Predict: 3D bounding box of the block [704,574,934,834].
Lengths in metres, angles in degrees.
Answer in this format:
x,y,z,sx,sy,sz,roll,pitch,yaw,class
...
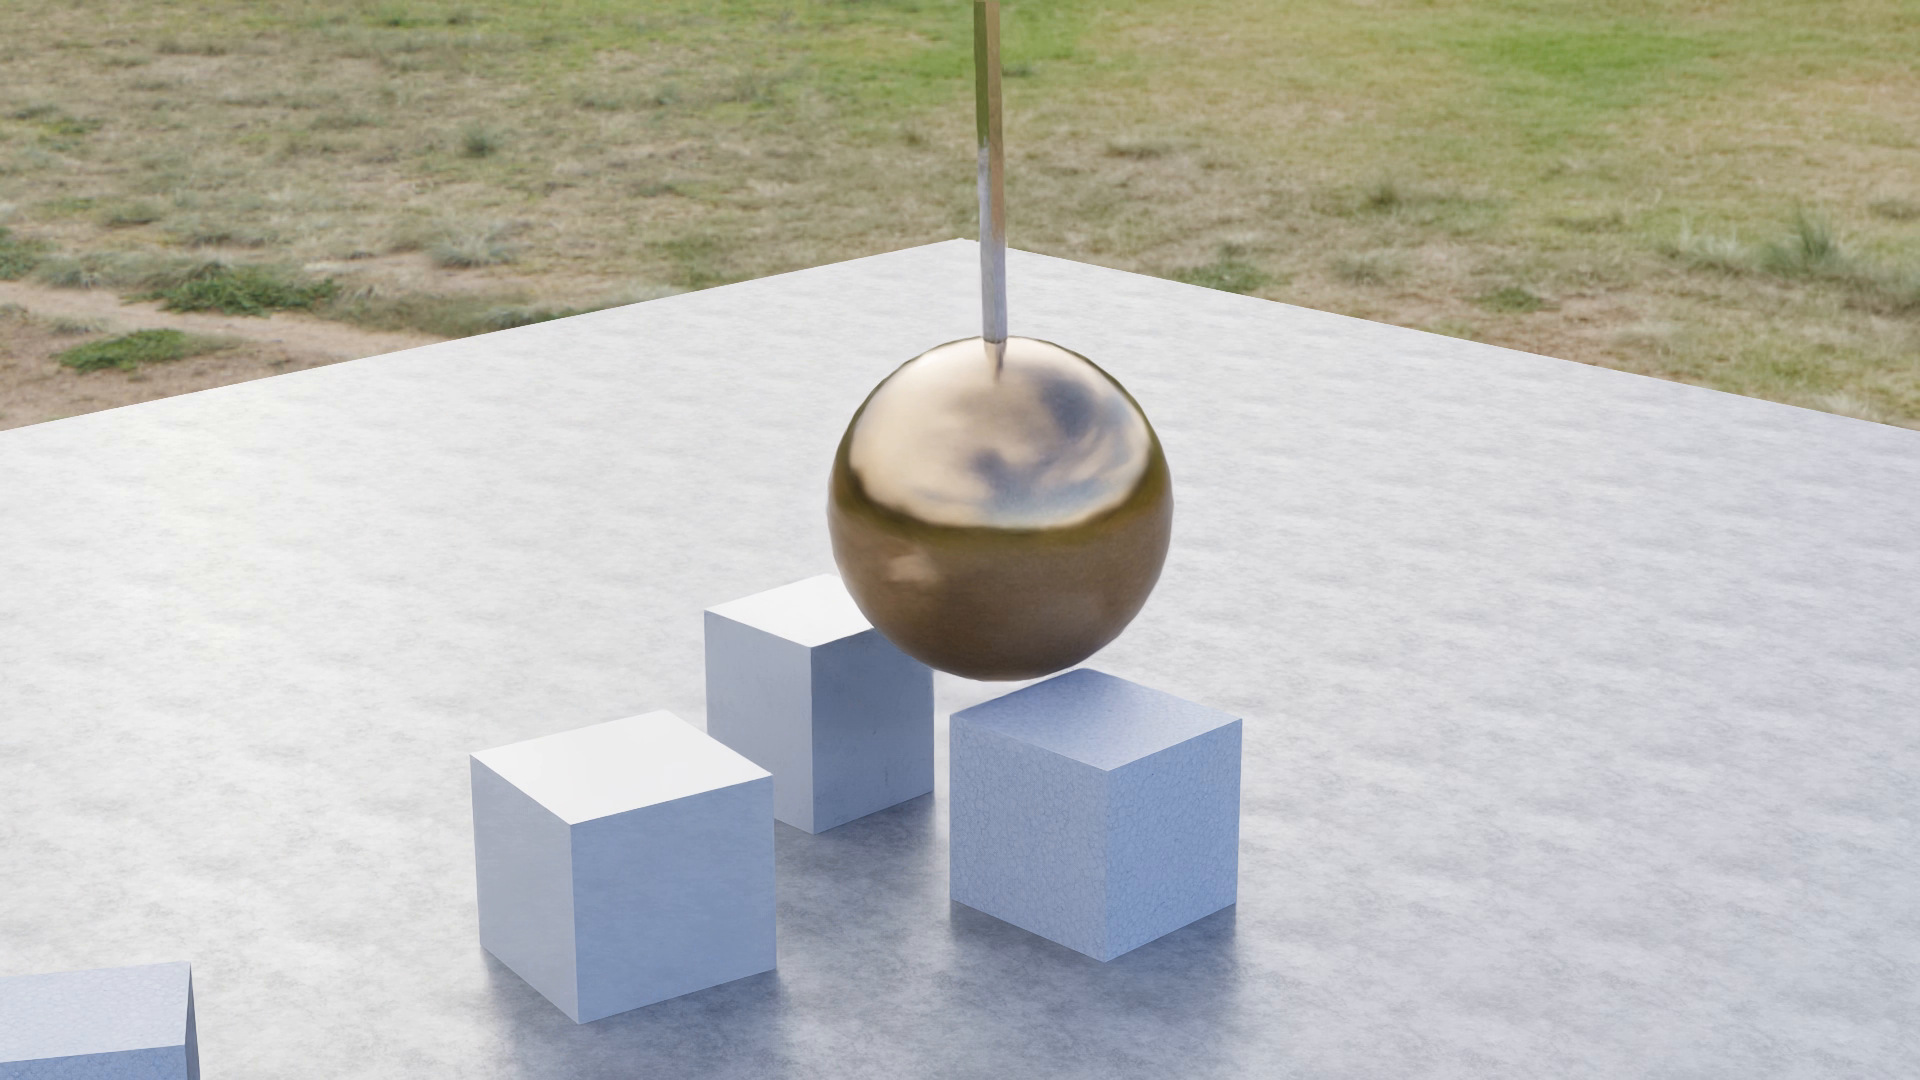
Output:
x,y,z,sx,sy,sz,roll,pitch,yaw,class
-0.681,0.782,14.286,0.796,0.942,0.775,-16,24,-42,block

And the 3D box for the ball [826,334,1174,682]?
x,y,z,sx,sy,sz,roll,pitch,yaw,class
0.183,-0.146,13.488,1.600,1.600,1.600,0,17,0,ball

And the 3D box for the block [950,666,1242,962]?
x,y,z,sx,sy,sz,roll,pitch,yaw,class
0.599,1.198,13.061,0.943,0.883,0.884,17,24,42,block

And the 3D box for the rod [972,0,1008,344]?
x,y,z,sx,sy,sz,roll,pitch,yaw,class
0.080,-3.356,12.370,0.080,5.200,0.080,17,26,42,rod

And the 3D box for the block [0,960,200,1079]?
x,y,z,sx,sy,sz,roll,pitch,yaw,class
-3.212,2.023,10.893,0.711,0.608,0.712,-4,18,-12,block

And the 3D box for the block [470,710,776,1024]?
x,y,z,sx,sy,sz,roll,pitch,yaw,class
-1.436,1.369,12.509,0.945,0.887,0.936,-12,21,-32,block
